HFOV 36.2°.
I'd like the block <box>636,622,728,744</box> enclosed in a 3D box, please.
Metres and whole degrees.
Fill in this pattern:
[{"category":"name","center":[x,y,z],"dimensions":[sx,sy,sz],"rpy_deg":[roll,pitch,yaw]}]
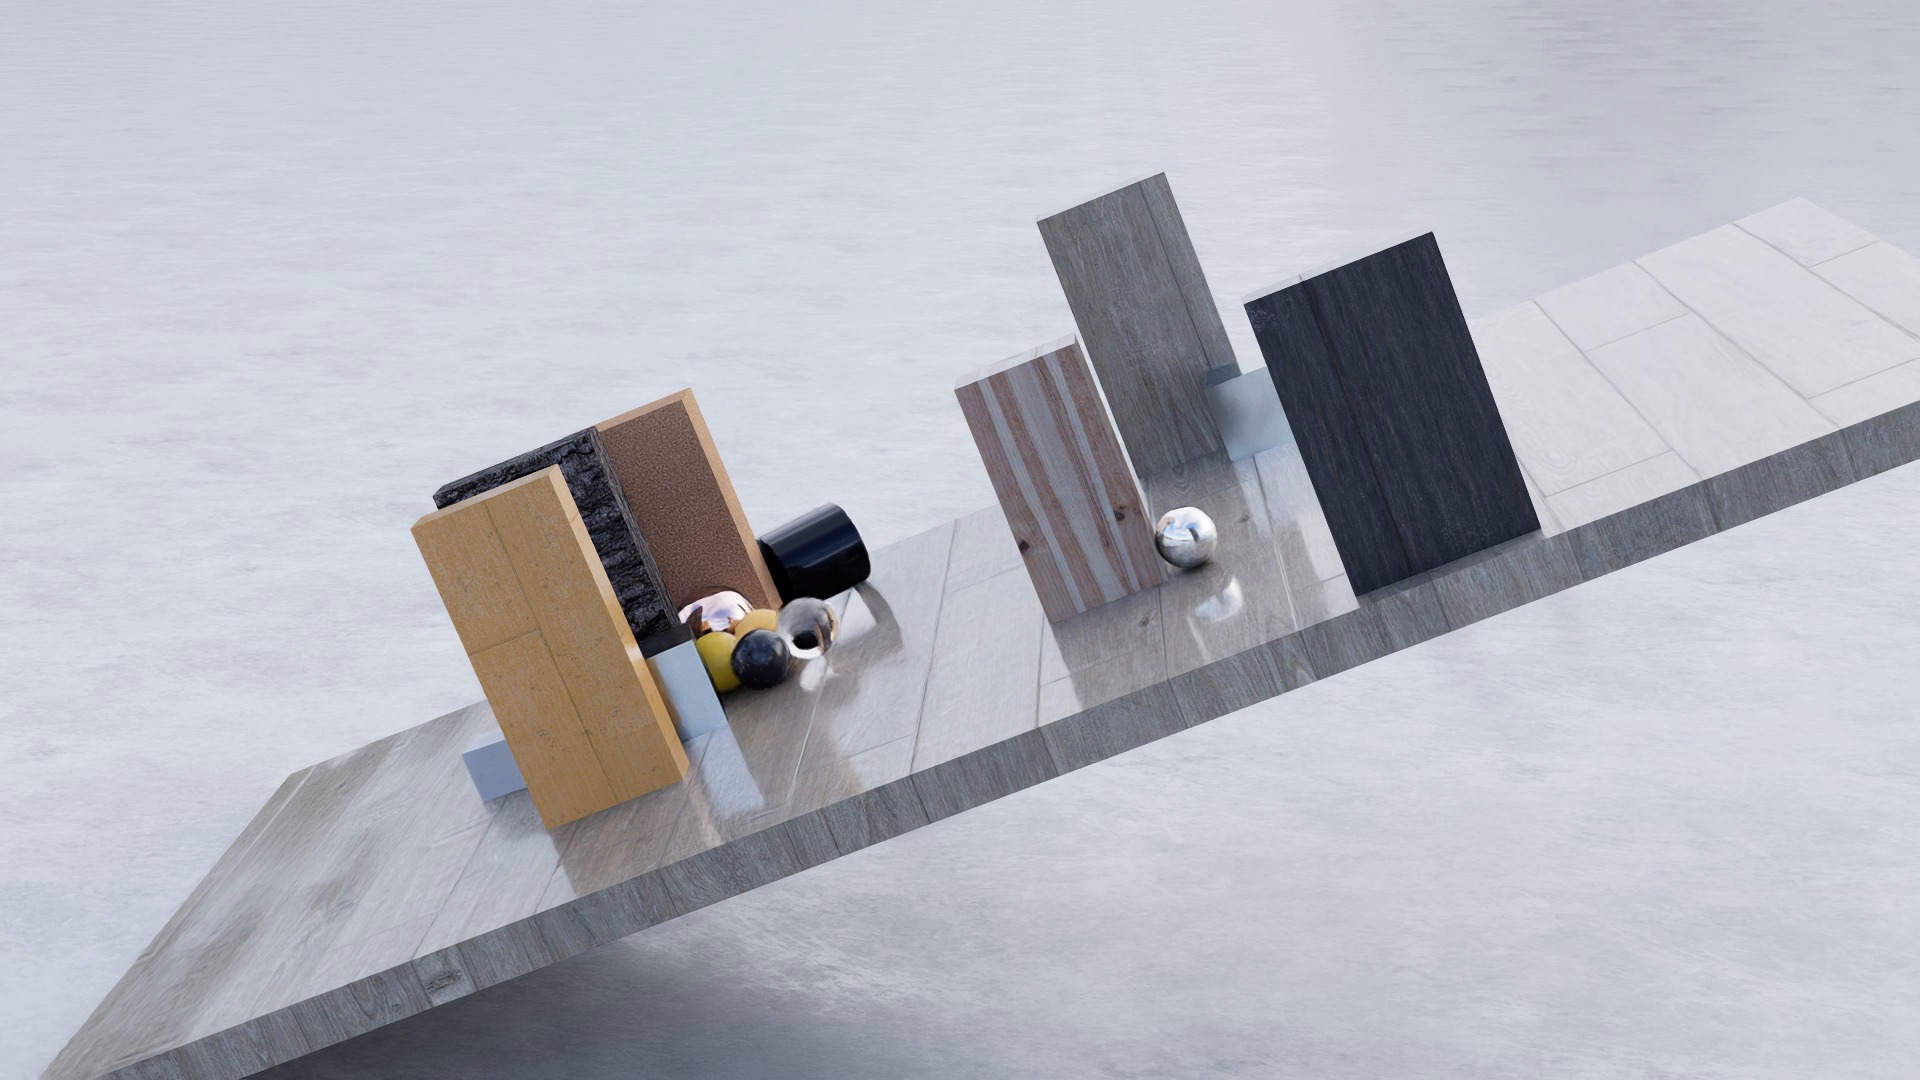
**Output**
[{"category":"block","center":[-0.629,0.320,6.289],"dimensions":[0.197,0.197,0.197],"rpy_deg":[-23,12,-3]}]

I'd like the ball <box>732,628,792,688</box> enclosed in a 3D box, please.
[{"category":"ball","center":[-0.430,0.256,6.374],"dimensions":[0.129,0.129,0.129],"rpy_deg":[0,14,0]}]

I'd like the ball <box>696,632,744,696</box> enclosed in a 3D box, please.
[{"category":"ball","center":[-0.530,0.271,6.462],"dimensions":[0.140,0.140,0.140],"rpy_deg":[0,14,0]}]

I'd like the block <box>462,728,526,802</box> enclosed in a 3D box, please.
[{"category":"block","center":[-0.999,0.483,6.439],"dimensions":[0.116,0.116,0.116],"rpy_deg":[-19,12,16]}]

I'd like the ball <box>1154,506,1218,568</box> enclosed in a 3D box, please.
[{"category":"ball","center":[0.456,-0.006,5.928],"dimensions":[0.126,0.126,0.126],"rpy_deg":[0,14,0]}]

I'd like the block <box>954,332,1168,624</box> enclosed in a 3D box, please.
[{"category":"block","center":[0.206,-0.125,5.950],"dimensions":[0.257,0.519,0.134],"rpy_deg":[-21,12,7]}]

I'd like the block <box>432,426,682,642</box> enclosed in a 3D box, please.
[{"category":"block","center":[-0.857,0.117,6.509],"dimensions":[0.372,0.643,0.108],"rpy_deg":[-21,12,7]}]

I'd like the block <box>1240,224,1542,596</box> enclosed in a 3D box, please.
[{"category":"block","center":[0.770,-0.228,5.255],"dimensions":[0.352,0.573,0.086],"rpy_deg":[-21,12,7]}]

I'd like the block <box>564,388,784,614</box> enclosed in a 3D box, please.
[{"category":"block","center":[-0.661,-0.007,6.796],"dimensions":[0.319,0.602,0.149],"rpy_deg":[-21,12,7]}]

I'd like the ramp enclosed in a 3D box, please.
[{"category":"ramp","center":[0.124,0.173,6.291],"dimensions":[4.000,0.100,2.000],"rpy_deg":[-21,12,7]}]

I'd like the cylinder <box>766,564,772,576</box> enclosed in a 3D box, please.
[{"category":"cylinder","center":[-0.586,0.128,7.043],"dimensions":[0.201,0.201,0.201],"rpy_deg":[-14,4,35]}]

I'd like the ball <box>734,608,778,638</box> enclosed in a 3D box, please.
[{"category":"ball","center":[-0.437,0.219,6.546],"dimensions":[0.131,0.131,0.131],"rpy_deg":[0,14,0]}]

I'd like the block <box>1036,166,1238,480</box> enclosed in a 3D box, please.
[{"category":"block","center":[0.444,-0.505,6.860],"dimensions":[0.314,0.652,0.114],"rpy_deg":[-21,12,7]}]

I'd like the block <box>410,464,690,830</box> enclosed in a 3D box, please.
[{"category":"block","center":[-0.821,0.218,5.925],"dimensions":[0.301,0.676,0.105],"rpy_deg":[-21,12,7]}]

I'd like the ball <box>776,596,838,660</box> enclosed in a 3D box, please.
[{"category":"ball","center":[-0.336,0.193,6.462],"dimensions":[0.137,0.137,0.137],"rpy_deg":[0,14,0]}]

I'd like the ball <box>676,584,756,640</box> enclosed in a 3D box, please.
[{"category":"ball","center":[-0.552,0.201,6.663],"dimensions":[0.199,0.199,0.199],"rpy_deg":[0,14,0]}]

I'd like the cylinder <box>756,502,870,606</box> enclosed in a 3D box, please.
[{"category":"cylinder","center":[-0.354,0.046,6.973],"dimensions":[0.204,0.204,0.204],"rpy_deg":[-27,24,-22]}]

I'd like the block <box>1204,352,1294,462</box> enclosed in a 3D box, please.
[{"category":"block","center":[0.677,-0.312,6.734],"dimensions":[0.182,0.182,0.182],"rpy_deg":[-20,12,11]}]
